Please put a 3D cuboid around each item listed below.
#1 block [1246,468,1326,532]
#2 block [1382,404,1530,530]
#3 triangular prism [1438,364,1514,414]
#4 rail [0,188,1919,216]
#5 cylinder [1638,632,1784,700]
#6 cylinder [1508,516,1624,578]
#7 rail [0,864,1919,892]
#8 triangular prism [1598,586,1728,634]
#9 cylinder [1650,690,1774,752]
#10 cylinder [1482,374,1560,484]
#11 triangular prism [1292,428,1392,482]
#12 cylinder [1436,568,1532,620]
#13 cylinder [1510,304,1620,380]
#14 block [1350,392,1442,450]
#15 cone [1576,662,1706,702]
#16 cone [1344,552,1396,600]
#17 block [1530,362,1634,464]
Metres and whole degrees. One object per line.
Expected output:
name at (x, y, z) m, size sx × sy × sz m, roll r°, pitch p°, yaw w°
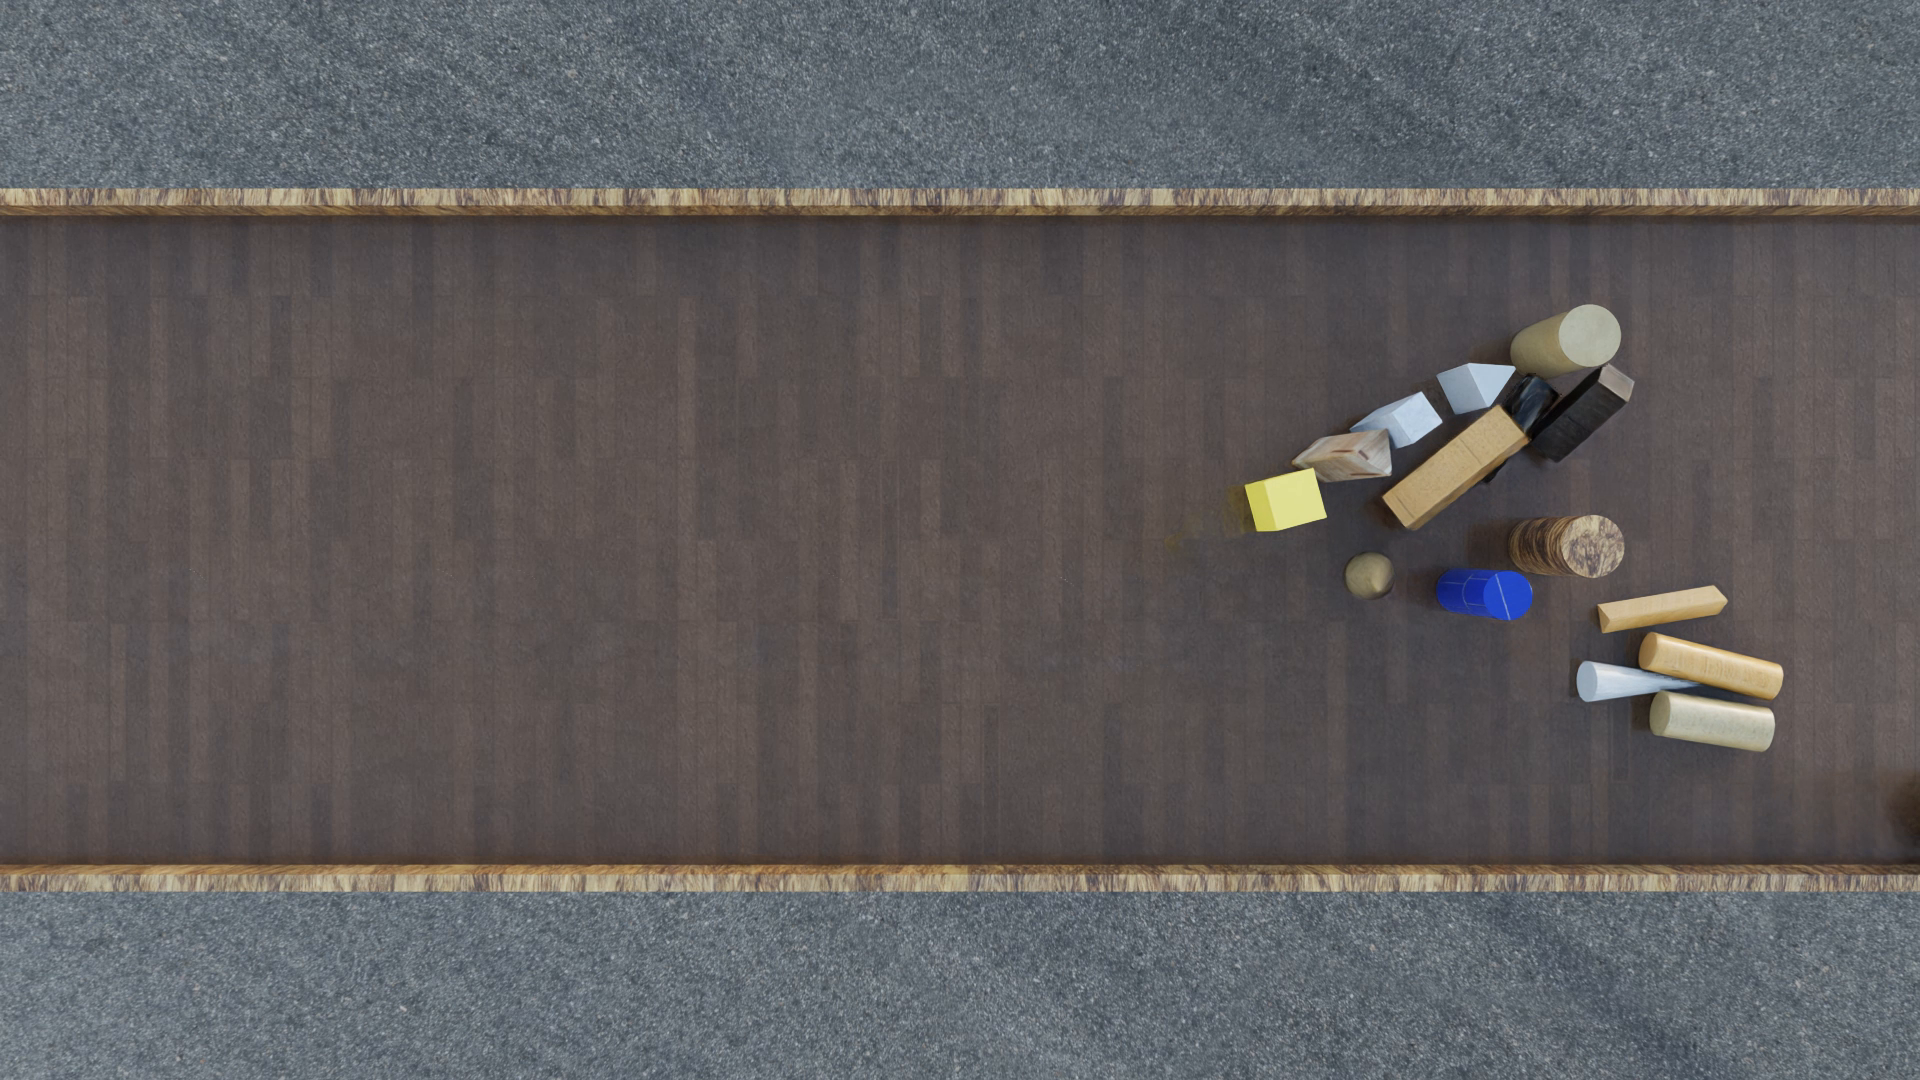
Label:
block at (0.965, -0.117, 4.909) m, size 0.147 × 0.334 × 0.147 m, roll -15°, pitch 90°, yaw 0°
block at (1.482, -0.213, 4.929) m, size 0.431 × 0.120 × 0.120 m, roll -41°, pitch 68°, yaw 20°
triangular prism at (1.518, -0.475, 4.923) m, size 0.119 × 0.308 × 0.138 m, roll 34°, pitch 90°, yaw 0°
rail at (-2.247, -1.025, 5.002) m, size 12.000 × 0.150 × 0.050 m, roll 0°, pitch 90°, yaw 0°
cylinder at (2.282, 0.384, 5.018) m, size 0.391 × 0.117 × 0.117 m, roll 14°, pitch 90°, yaw 0°
cylinder at (1.774, 0.018, 4.848) m, size 0.176 × 0.456 × 0.176 m, roll 0°, pitch 90°, yaw 0°
rail at (-2.247, 1.025, 5.001) m, size 12.000 × 0.150 × 0.050 m, roll 0°, pitch 90°, yaw 0°
triangular prism at (2.148, 0.213, 5.036) m, size 0.362 × 0.076 × 0.088 m, roll -9°, pitch 90°, yaw 0°
cylinder at (2.281, 0.550, 5.007) m, size 0.318 × 0.139 × 0.139 m, roll 9°, pitch 90°, yaw 0°
cylinder at (1.661, -0.336, 4.999) m, size 0.115 × 0.115 × 0.334 m, roll 38°, pitch 97°, yaw 0°
triangular prism at (1.153, -0.265, 4.918) m, size 0.135 × 0.317 × 0.117 m, roll 27°, pitch 78°, yaw -21°
cylinder at (1.534, 0.156, 4.847) m, size 0.139 × 0.458 × 0.139 m, roll 0°, pitch 90°, yaw 0°
cylinder at (1.781, -0.578, 4.870) m, size 0.176 × 0.413 × 0.176 m, roll 0°, pitch 90°, yaw 0°
block at (1.285, -0.338, 4.879) m, size 0.107 × 0.386 × 0.107 m, roll -35°, pitch 90°, yaw -5°
cone at (2.130, 0.435, 5.046) m, size 0.450 × 0.124 × 0.124 m, roll 1°, pitch 90°, yaw -8°
cone at (1.213, 0.127, 4.837) m, size 0.151 × 0.457 × 0.151 m, roll 1°, pitch 95°, yaw 11°
block at (1.853, -0.378, 4.924) m, size 0.106 × 0.312 × 0.106 m, roll 35°, pitch 49°, yaw 0°
